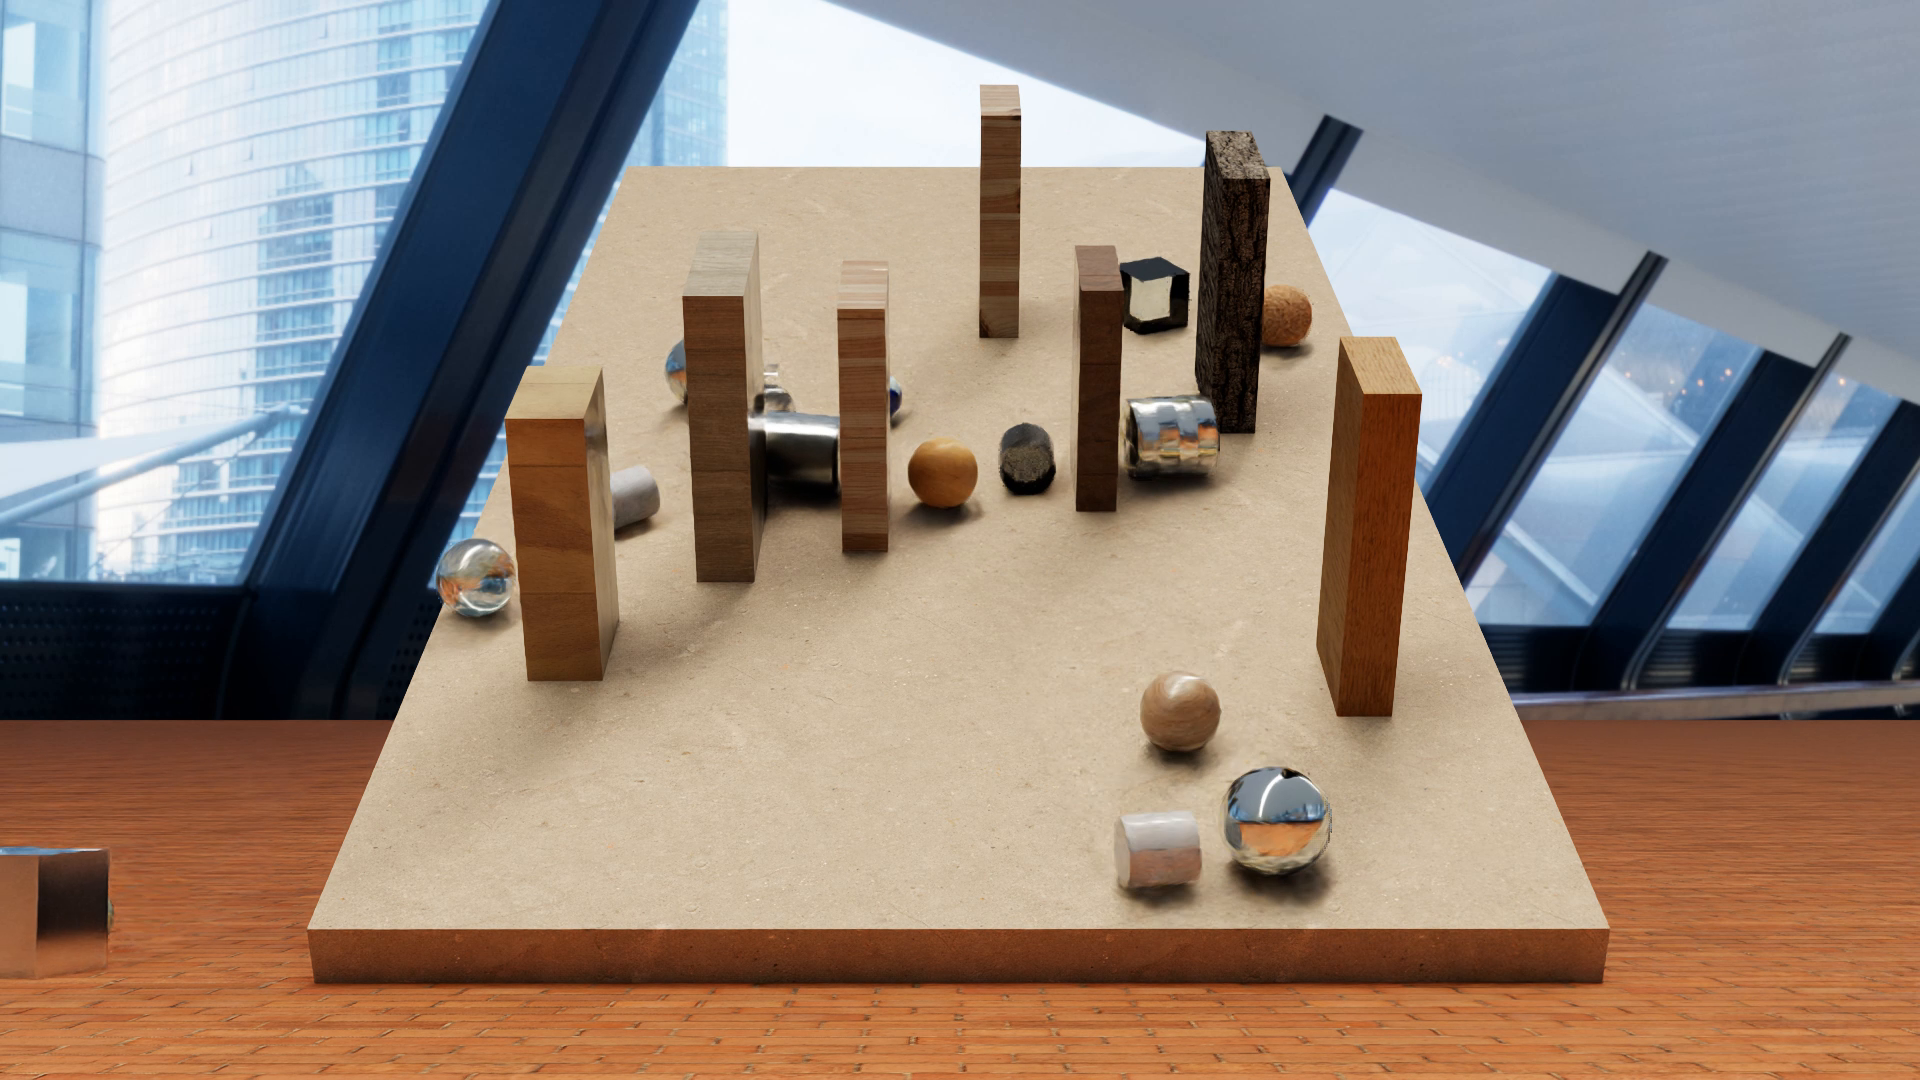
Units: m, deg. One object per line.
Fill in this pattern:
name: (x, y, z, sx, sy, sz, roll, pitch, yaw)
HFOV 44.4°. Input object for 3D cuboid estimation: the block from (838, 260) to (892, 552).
block: (-0.193, -0.274, 4.806, 0.093, 0.527, 0.292, 0, 26, 0)

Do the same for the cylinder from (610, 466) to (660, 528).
cylinder: (-0.702, -0.087, 4.894, 0.111, 0.111, 0.111, -22, 10, -37)

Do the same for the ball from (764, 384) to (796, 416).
ball: (-0.422, -0.281, 5.163, 0.125, 0.125, 0.125, 0, -4, 0)

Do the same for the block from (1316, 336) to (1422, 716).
block: (0.722, -0.023, 4.182, 0.098, 0.621, 0.267, 0, 26, 0)

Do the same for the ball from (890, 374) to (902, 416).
ball: (-0.188, -0.331, 5.399, 0.113, 0.113, 0.113, 0, -4, 0)

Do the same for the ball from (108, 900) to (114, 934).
ball: (-1.543, 0.663, 4.122, 0.117, 0.117, 0.117, 0, -4, 0)

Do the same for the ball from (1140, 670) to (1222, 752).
ball: (0.381, 0.297, 4.071, 0.141, 0.141, 0.141, 0, -4, 0)

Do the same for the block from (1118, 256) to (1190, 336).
block: (0.481, -0.619, 5.964, 0.143, 0.143, 0.143, -13, 29, -25)

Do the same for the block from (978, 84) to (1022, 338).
block: (0.098, -0.825, 5.897, 0.099, 0.569, 0.287, 0, 26, 0)

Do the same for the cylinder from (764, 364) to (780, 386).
cylinder: (-0.490, -0.314, 5.301, 0.165, 0.165, 0.165, -1, -4, -2)

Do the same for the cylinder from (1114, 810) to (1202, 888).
cylinder: (0.309, 0.485, 3.696, 0.114, 0.114, 0.114, -4, -4, -8)

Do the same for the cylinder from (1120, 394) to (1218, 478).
cylinder: (0.452, -0.225, 5.113, 0.174, 0.174, 0.174, -4, -4, -9)

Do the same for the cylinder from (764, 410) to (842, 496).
cylinder: (-0.331, -0.187, 5.039, 0.167, 0.167, 0.167, 6, -3, 13)

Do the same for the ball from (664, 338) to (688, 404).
ball: (-0.599, -0.391, 5.444, 0.169, 0.169, 0.169, 0, -4, 0)

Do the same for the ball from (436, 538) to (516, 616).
ball: (-0.929, 0.071, 4.518, 0.152, 0.152, 0.152, 0, -4, 0)

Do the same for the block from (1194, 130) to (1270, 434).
block: (0.619, -0.593, 5.385, 0.103, 0.599, 0.371, 0, 26, 0)

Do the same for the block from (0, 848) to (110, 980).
block: (-1.519, 0.600, 3.800, 0.194, 0.194, 0.194, -1, -4, 13)

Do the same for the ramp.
ramp: (-0.010, -0.229, 5.433, 2.000, 0.100, 4.000, 0, 26, 0)

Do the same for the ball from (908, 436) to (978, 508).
ball: (-0.036, -0.143, 4.967, 0.151, 0.151, 0.151, 0, -4, 0)

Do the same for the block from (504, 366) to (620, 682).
block: (-0.723, -0.030, 4.305, 0.137, 0.521, 0.247, 0, 26, 0)

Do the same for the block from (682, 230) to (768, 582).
block: (-0.465, -0.270, 4.712, 0.115, 0.600, 0.384, 0, 26, 0)

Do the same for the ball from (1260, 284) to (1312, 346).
ball: (0.794, -0.554, 5.819, 0.154, 0.154, 0.154, 0, -4, 0)

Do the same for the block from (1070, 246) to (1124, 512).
block: (0.287, -0.344, 4.991, 0.085, 0.493, 0.284, 0, 26, 0)

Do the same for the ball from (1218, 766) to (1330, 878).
ball: (0.497, 0.445, 3.725, 0.176, 0.176, 0.176, 0, -4, 0)
